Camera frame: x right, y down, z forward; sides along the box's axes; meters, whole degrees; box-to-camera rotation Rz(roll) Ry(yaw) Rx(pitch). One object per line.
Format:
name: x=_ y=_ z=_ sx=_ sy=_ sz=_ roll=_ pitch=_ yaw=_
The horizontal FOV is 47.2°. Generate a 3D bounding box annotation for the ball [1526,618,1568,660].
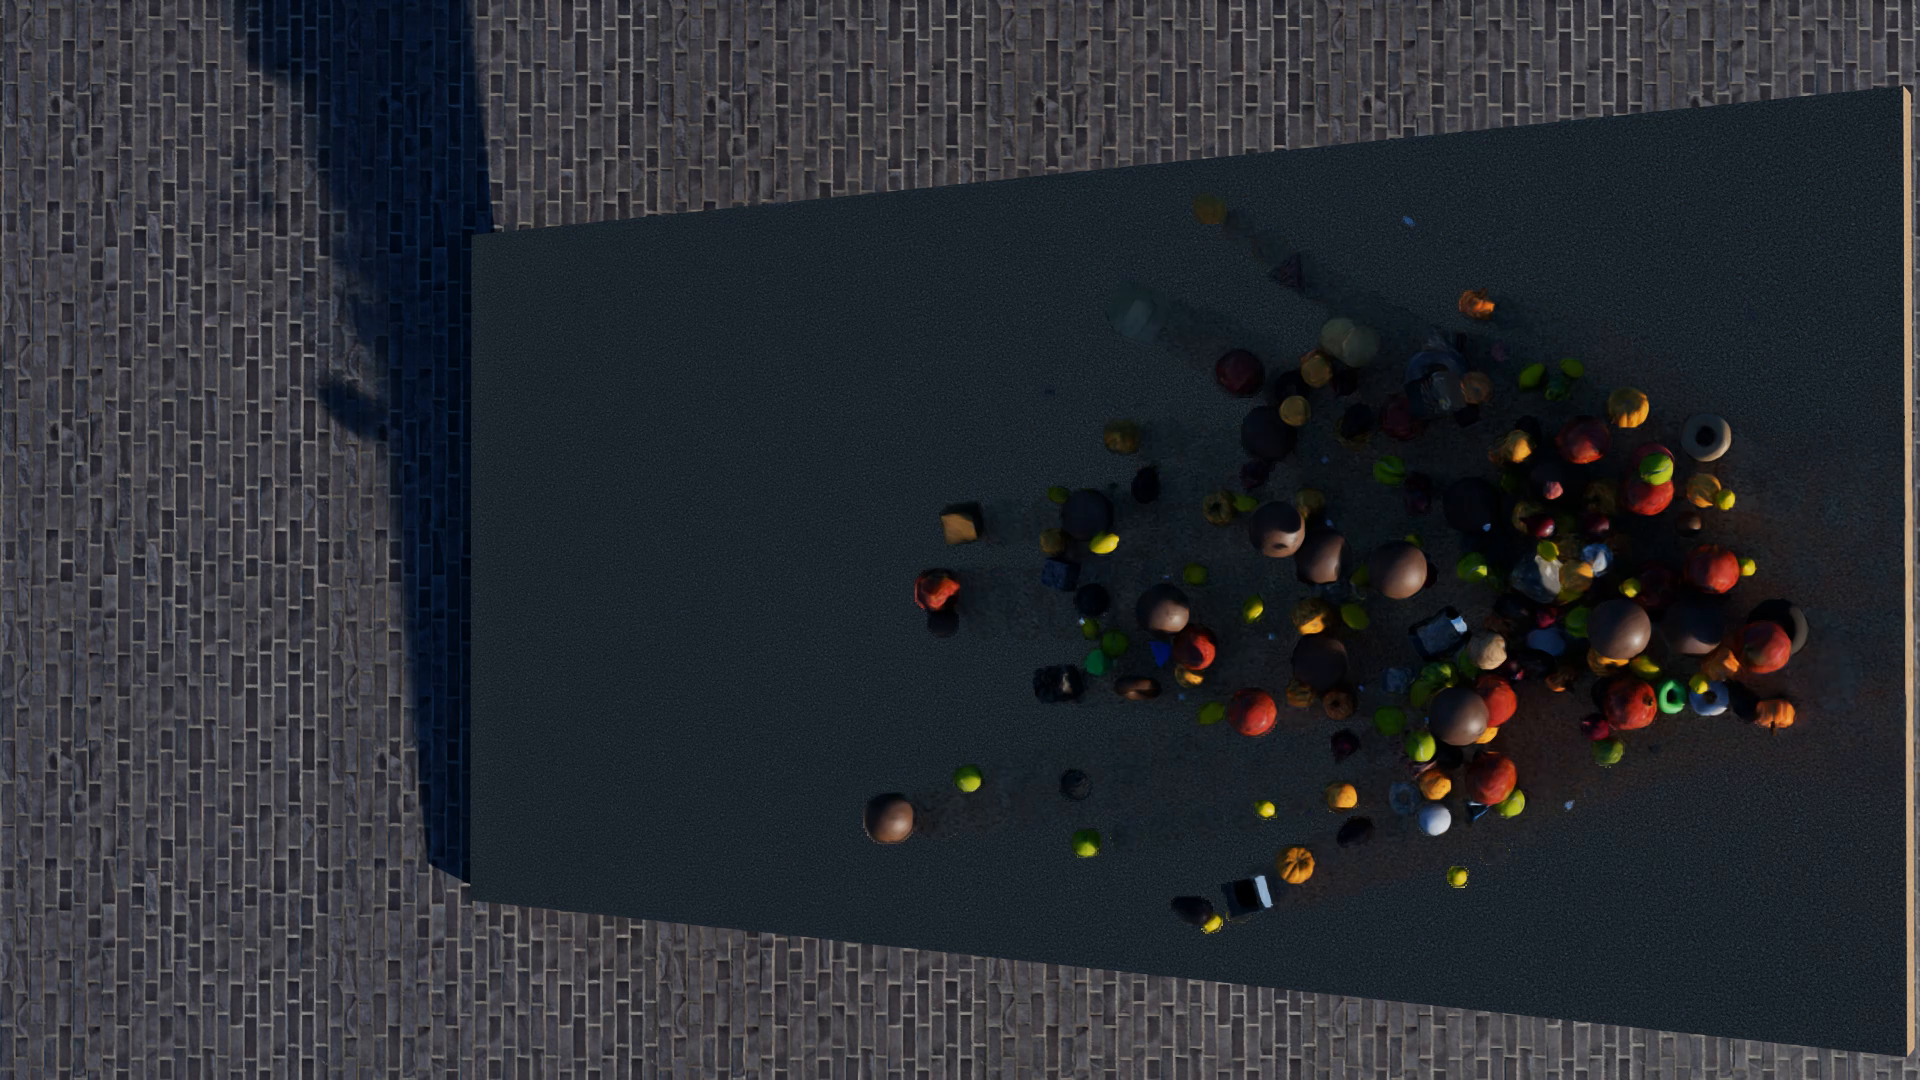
ball: x=1.299 y=0.220 z=4.866 sx=0.093 sy=0.093 sz=0.093 roll=0 pitch=89 yaw=0

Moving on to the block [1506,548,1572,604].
block: x=1.265 y=0.078 z=4.800 sx=0.086 sy=0.086 sz=0.086 roll=35 pitch=84 yaw=-4

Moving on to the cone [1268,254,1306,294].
cone: x=0.793 y=-0.618 z=5.213 sx=0.087 sy=0.087 sz=0.087 roll=-40 pitch=97 yaw=0

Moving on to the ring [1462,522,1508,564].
ring: x=1.181 y=0.007 z=4.955 sx=0.106 sy=0.035 sz=0.106 roll=-17 pitch=52 yaw=23

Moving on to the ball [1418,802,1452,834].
ball: x=1.081 y=0.635 z=5.006 sx=0.073 sy=0.073 sz=0.073 roll=0 pitch=89 yaw=0

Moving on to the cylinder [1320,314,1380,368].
cylinder: x=0.896 y=-0.458 z=5.062 sx=0.098 sy=0.098 sz=0.098 roll=-9 pitch=114 yaw=-20

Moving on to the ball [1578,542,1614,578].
ball: x=1.365 y=0.042 z=4.719 sx=0.075 sy=0.075 sz=0.075 roll=0 pitch=89 yaw=0

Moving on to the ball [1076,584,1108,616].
ball: x=0.329 y=0.149 z=5.464 sx=0.082 sy=0.082 sz=0.082 roll=0 pitch=89 yaw=0

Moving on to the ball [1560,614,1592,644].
ball: x=1.344 y=0.195 z=4.805 sx=0.067 sy=0.067 sz=0.067 roll=0 pitch=89 yaw=0

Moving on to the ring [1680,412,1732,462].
ring: x=1.600 y=-0.221 z=4.720 sx=0.107 sy=0.036 sz=0.107 roll=-2 pitch=87 yaw=31

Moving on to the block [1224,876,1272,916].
block: x=0.686 y=0.849 z=5.243 sx=0.075 sy=0.075 sz=0.075 roll=-21 pitch=79 yaw=30

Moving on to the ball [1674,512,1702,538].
ball: x=1.566 y=-0.033 z=4.728 sx=0.055 sy=0.055 sz=0.055 roll=0 pitch=89 yaw=0

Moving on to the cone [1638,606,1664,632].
cone: x=1.494 y=0.164 z=4.774 sx=0.056 sy=0.056 sz=0.056 roll=-3 pitch=60 yaw=0

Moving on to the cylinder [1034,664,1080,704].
cylinder: x=0.243 y=0.362 z=5.511 sx=0.087 sy=0.087 sz=0.087 roll=-12 pitch=89 yaw=31

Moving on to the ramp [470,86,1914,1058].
ramp: x=0.264 y=0.073 z=5.610 sx=4.000 sy=0.100 sz=2.000 roll=0 pitch=89 yaw=31

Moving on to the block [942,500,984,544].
block: x=0.008 y=-0.044 z=5.620 sx=0.080 sy=0.080 sz=0.080 roll=-10 pitch=106 yaw=17

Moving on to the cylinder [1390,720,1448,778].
cylinder: x=1.047 y=0.478 z=5.013 sx=0.095 sy=0.095 sz=0.095 roll=-33 pitch=70 yaw=0

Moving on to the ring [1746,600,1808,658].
ring: x=1.722 y=0.187 z=4.636 sx=0.125 sy=0.042 sz=0.125 roll=2 pitch=94 yaw=33

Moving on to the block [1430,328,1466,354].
block: x=1.106 y=-0.444 z=5.007 sx=0.062 sy=0.062 sz=0.062 roll=14 pitch=97 yaw=31

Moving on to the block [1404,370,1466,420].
block: x=1.002 y=-0.304 z=4.631 sx=0.080 sy=0.080 sz=0.080 roll=-7 pitch=79 yaw=-34

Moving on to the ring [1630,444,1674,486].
ring: x=1.504 y=-0.164 z=4.776 sx=0.093 sy=0.031 sz=0.093 roll=3 pitch=97 yaw=26

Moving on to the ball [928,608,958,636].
ball: x=-0.043 y=0.211 z=5.694 sx=0.074 sy=0.074 sz=0.074 roll=0 pitch=89 yaw=0

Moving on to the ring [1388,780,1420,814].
ring: x=1.024 y=0.594 z=5.069 sx=0.078 sy=0.026 sz=0.078 roll=0 pitch=90 yaw=33

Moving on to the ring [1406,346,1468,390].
ring: x=1.073 y=-0.372 z=4.948 sx=0.141 sy=0.047 sz=0.141 roll=-2 pitch=83 yaw=16

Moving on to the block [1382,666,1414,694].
block: x=1.009 y=0.324 z=5.063 sx=0.056 sy=0.056 sz=0.056 roll=5 pitch=92 yaw=31

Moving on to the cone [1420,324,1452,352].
cone: x=1.036 y=-0.421 z=4.745 sx=0.065 sy=0.065 sz=0.065 roll=33 pitch=90 yaw=10

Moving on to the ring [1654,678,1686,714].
ring: x=1.532 y=0.336 z=4.741 sx=0.077 sy=0.026 sz=0.077 roll=0 pitch=90 yaw=-16

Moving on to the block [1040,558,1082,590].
block: x=0.252 y=0.086 z=5.520 sx=0.067 sy=0.067 sz=0.067 roll=18 pitch=99 yaw=30

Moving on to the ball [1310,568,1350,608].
ball: x=0.864 y=0.111 z=5.131 sx=0.093 sy=0.093 sz=0.093 roll=0 pitch=89 yaw=0

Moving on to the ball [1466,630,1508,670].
ball: x=1.161 y=0.241 z=4.842 sx=0.089 sy=0.089 sz=0.089 roll=0 pitch=89 yaw=0

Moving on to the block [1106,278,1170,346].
block: x=0.429 y=-0.548 z=5.290 sx=0.099 sy=0.099 sz=0.099 roll=20 pitch=119 yaw=-23

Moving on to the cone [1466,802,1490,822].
cone: x=1.177 y=0.610 z=4.977 sx=0.052 sy=0.052 sz=0.052 roll=-18 pitch=89 yaw=13

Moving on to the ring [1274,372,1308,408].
ring: x=0.787 y=-0.356 z=5.220 sx=0.087 sy=0.029 sz=0.087 roll=-1 pitch=89 yaw=33

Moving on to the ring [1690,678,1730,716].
ring: x=1.606 y=0.336 z=4.710 sx=0.084 sy=0.028 sz=0.084 roll=-7 pitch=74 yaw=27

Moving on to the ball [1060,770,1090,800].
ball: x=0.280 y=0.591 z=5.326 sx=0.072 sy=0.072 sz=0.072 roll=0 pitch=89 yaw=0

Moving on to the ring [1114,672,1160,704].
ring: x=0.434 y=0.361 z=5.369 sx=0.115 sy=0.115 sz=0.038 roll=18 pitch=58 yaw=0

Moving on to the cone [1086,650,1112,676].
cone: x=0.349 y=0.313 z=5.432 sx=0.070 sy=0.070 sz=0.070 roll=-1 pitch=105 yaw=-5

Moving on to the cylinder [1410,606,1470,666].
cylinder: x=1.089 y=0.217 z=4.989 sx=0.100 sy=0.100 sz=0.100 roll=-32 pitch=89 yaw=27
